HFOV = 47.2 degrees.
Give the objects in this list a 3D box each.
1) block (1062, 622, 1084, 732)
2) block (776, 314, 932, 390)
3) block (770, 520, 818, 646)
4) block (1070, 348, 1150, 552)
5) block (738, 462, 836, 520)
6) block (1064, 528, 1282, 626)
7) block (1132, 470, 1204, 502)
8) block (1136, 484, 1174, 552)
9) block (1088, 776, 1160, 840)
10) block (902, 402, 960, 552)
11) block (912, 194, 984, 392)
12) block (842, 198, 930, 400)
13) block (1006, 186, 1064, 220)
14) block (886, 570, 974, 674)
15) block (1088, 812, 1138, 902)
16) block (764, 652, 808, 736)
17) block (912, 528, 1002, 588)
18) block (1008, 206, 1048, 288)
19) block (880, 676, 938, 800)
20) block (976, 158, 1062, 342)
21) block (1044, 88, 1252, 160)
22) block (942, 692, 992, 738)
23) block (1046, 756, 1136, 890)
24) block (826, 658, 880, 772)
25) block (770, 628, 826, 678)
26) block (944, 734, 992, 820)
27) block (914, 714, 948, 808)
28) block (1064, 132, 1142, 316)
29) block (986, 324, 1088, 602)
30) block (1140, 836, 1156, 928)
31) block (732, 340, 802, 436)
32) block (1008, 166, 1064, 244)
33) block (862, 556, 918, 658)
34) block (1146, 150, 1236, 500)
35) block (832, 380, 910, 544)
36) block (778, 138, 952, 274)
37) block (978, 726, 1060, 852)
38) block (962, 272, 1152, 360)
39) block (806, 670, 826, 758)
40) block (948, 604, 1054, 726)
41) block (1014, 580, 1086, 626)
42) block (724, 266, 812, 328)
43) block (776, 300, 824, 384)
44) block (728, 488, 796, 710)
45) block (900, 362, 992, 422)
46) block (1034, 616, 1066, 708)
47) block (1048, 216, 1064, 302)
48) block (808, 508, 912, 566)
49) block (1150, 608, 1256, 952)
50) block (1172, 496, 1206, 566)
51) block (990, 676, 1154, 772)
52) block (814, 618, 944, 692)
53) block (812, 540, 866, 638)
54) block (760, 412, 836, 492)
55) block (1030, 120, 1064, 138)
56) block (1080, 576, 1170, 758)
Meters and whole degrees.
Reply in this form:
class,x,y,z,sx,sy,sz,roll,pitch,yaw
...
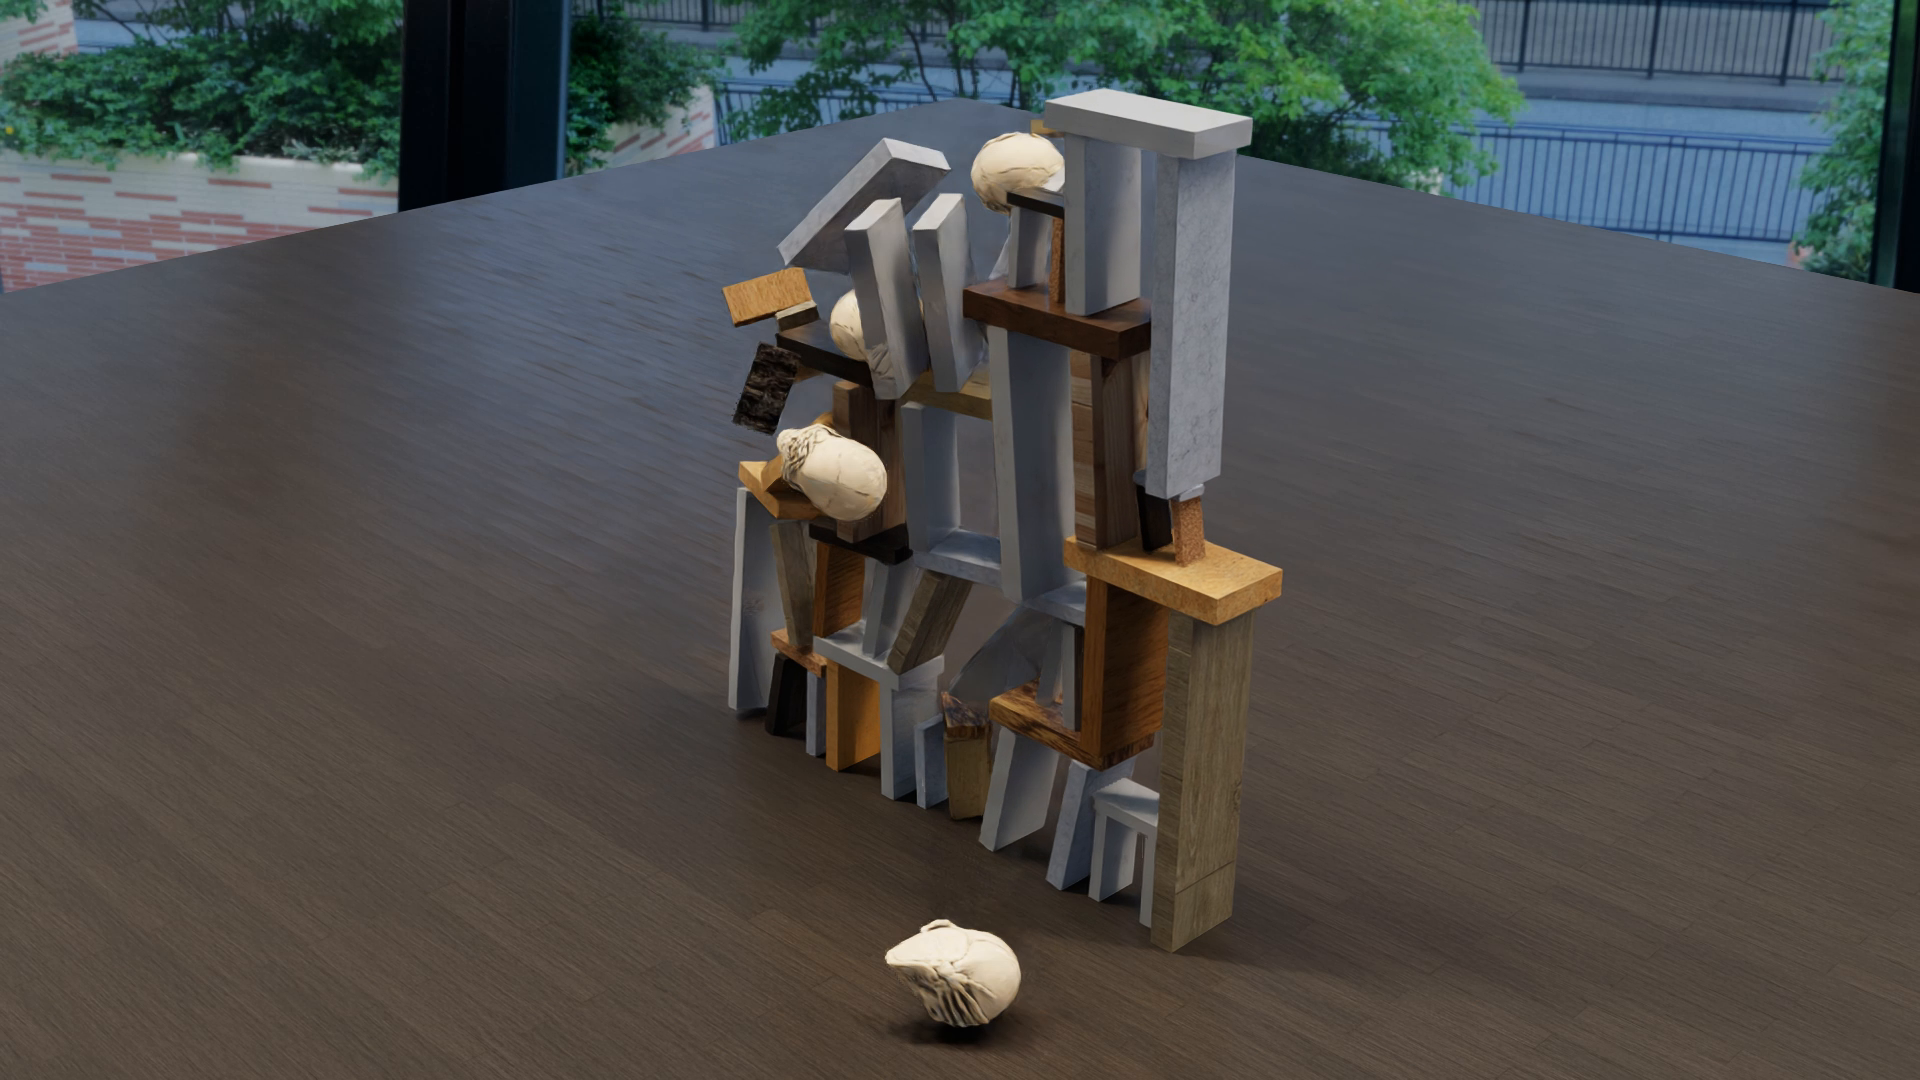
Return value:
class,x,y,z,sx,sy,sz,roll,pitch,yaw
block,0.236,0.237,4.074,0.030,0.213,0.107,20,31,40
block,-0.194,-0.367,4.308,0.163,0.046,0.327,-23,31,-38
block,-0.315,0.087,4.637,0.129,0.258,0.037,-9,-1,-33
block,0.279,-0.176,3.842,0.178,0.356,0.050,-19,25,-37
block,-0.372,-0.106,4.711,0.129,0.037,0.258,1,21,-26
block,0.369,0.047,3.841,0.175,0.050,0.350,-21,31,-40
block,0.359,-0.097,3.793,0.058,0.017,0.117,-18,30,-35
block,0.341,-0.045,3.842,0.058,0.117,0.017,-20,20,-37
block,0.341,0.499,4.059,0.095,0.027,0.191,-21,31,-40
block,-0.054,-0.140,4.224,0.041,0.292,0.146,9,26,24
block,-0.020,-0.453,4.038,0.046,0.323,0.162,3,32,19
block,-0.131,-0.436,3.981,0.046,0.324,0.162,1,28,22
block,0.158,-0.583,3.806,0.073,0.021,0.146,-18,29,-41
block,-0.052,0.144,4.348,0.037,0.260,0.130,42,41,23
block,0.291,0.580,4.148,0.095,0.191,0.027,-21,35,-41
block,-0.363,0.319,4.751,0.100,0.201,0.028,-21,44,-41
block,0.051,0.038,4.217,0.260,0.037,0.130,14,26,36
block,0.121,-0.521,3.872,0.073,0.146,0.021,-17,29,-41
block,-0.104,0.392,4.508,0.036,0.257,0.128,21,30,41
block,0.124,-0.547,4.181,0.027,0.097,0.406,4,54,32
block,0.305,-0.682,3.594,0.310,0.044,0.155,21,30,38
block,0.013,0.351,4.436,0.090,0.025,0.179,-1,19,-4
block,0.250,0.517,4.170,0.144,0.289,0.041,-21,43,-40
block,-0.221,0.346,4.615,0.128,0.256,0.036,-21,33,-40
block,-0.306,0.232,4.662,0.100,0.028,0.201,-16,28,-33
block,0.019,0.470,4.416,0.090,0.179,0.025,-8,19,-10
block,-0.049,0.448,4.475,0.025,0.179,0.090,19,29,41
block,0.243,-0.549,3.732,0.044,0.310,0.155,16,27,38
block,0.145,-0.156,3.991,0.178,0.512,0.050,-20,25,-39
block,0.379,0.614,4.068,0.095,0.191,0.027,-21,33,-41
block,-0.373,-0.293,4.252,0.083,0.167,0.024,18,18,-11
block,0.165,-0.596,3.963,0.027,0.097,0.194,30,66,29
block,-0.138,0.120,4.432,0.032,0.224,0.112,27,36,24
block,0.382,-0.363,3.654,0.044,0.582,0.155,19,30,38
block,-0.170,-0.171,4.326,0.163,0.327,0.046,-24,35,-39
block,-0.182,-0.626,4.151,0.162,0.323,0.046,2,55,-49
block,0.124,0.463,4.297,0.144,0.289,0.041,-21,43,-40
block,0.195,-0.397,3.836,0.355,0.050,0.178,21,31,38
block,-0.279,0.353,4.671,0.028,0.201,0.100,23,32,37
block,0.127,0.216,4.289,0.130,0.348,0.037,32,35,-14
block,0.211,0.111,4.044,0.107,0.030,0.213,-21,27,-39
block,-0.390,-0.496,4.477,0.166,0.083,0.024,-17,-19,-5
block,-0.319,-0.405,4.499,0.083,0.166,0.024,-21,42,-9
block,-0.433,0.126,4.819,0.129,0.487,0.037,-4,13,-36
block,0.041,-0.280,4.107,0.292,0.041,0.146,17,32,39
block,0.193,0.200,4.157,0.030,0.213,0.107,19,26,14
block,0.189,-0.492,3.805,0.021,0.146,0.073,21,29,39
block,-0.181,-0.012,4.410,0.224,0.032,0.112,17,31,33
block,0.434,0.408,3.928,0.175,0.680,0.050,-21,32,-41
block,0.394,-0.019,3.784,0.058,0.117,0.017,-21,22,-40
block,0.209,0.344,4.150,0.144,0.041,0.289,-21,31,-40
block,-0.167,0.233,4.506,0.257,0.036,0.128,22,31,40
block,-0.247,0.083,4.515,0.032,0.224,0.112,30,39,33
block,-0.269,-0.177,4.514,0.163,0.046,0.351,0,-18,-27
block,0.244,-0.801,4.292,0.194,0.027,0.097,-2,6,-34
block,0.302,0.204,3.982,0.175,0.350,0.050,-20,31,-39
